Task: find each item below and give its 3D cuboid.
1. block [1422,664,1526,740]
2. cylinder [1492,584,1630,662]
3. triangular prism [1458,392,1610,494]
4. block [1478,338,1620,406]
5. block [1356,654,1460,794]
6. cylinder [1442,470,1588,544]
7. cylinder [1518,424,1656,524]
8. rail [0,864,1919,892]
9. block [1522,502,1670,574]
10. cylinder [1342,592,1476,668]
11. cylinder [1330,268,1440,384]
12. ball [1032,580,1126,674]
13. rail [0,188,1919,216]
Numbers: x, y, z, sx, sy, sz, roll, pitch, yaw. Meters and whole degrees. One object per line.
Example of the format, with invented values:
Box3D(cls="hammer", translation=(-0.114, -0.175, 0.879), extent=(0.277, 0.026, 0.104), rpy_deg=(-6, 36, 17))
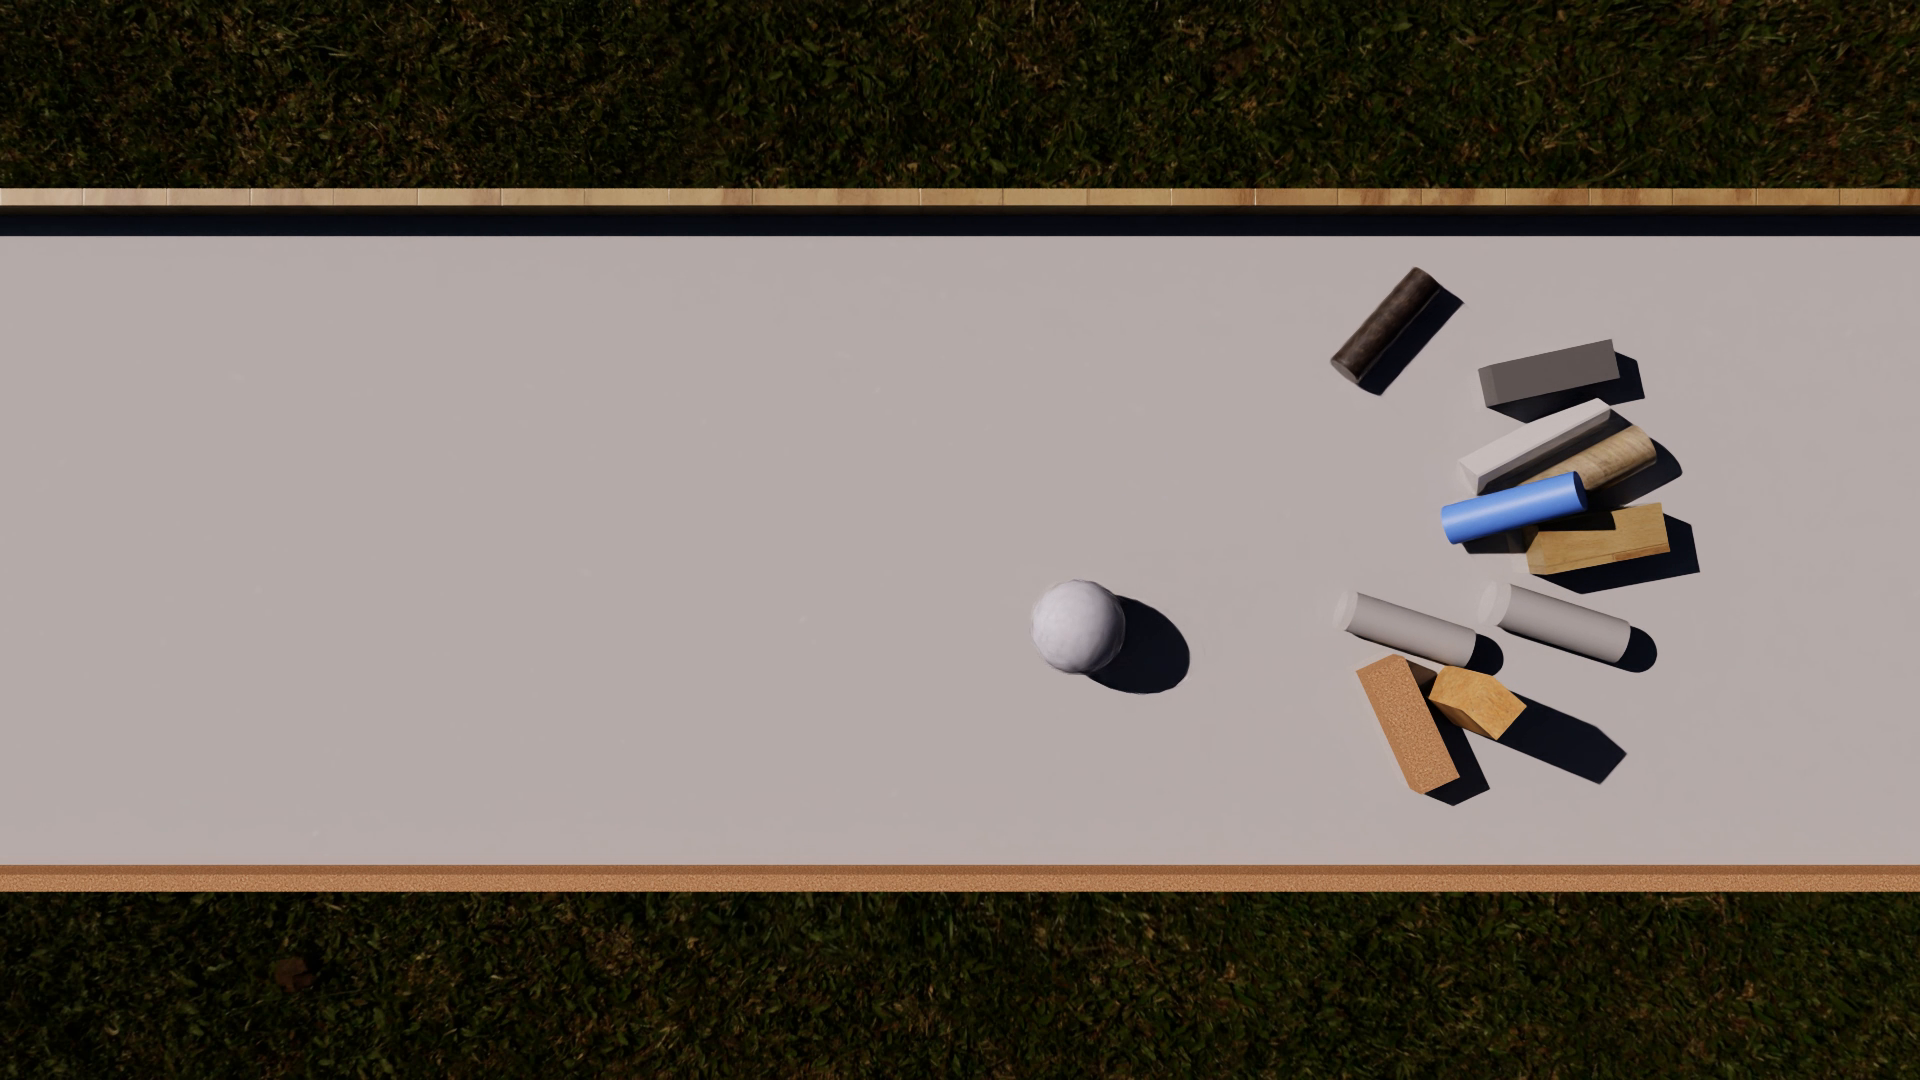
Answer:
Box3D(cls="block", translation=(1.504, 0.473, 4.858), extent=(0.128, 0.438, 0.128), rpy_deg=(41, 90, 0))
Box3D(cls="cylinder", translation=(1.823, 0.252, 5.009), extent=(0.375, 0.136, 0.136), rpy_deg=(18, 90, 0))
Box3D(cls="triangular prism", translation=(1.760, -0.296, 5.022), extent=(0.452, 0.103, 0.119), rpy_deg=(-28, 90, 0))
Box3D(cls="block", translation=(1.789, -0.507, 5.017), extent=(0.373, 0.120, 0.120), rpy_deg=(-12, 90, 0))
Box3D(cls="block", translation=(1.359, 0.557, 5.013), extent=(0.127, 0.127, 0.398), rpy_deg=(-25, 90, 0))
Box3D(cls="cylinder", translation=(1.650, -0.094, 4.919), extent=(0.398, 0.121, 0.121), rpy_deg=(-17, 90, 32))
Box3D(cls="cylinder", translation=(1.902, -0.200, 5.008), extent=(0.388, 0.136, 0.136), rpy_deg=(-27, 90, 0))
Box3D(cls="rail", translation=(-2.247, 1.025, 5.001), extent=(12.000, 0.150, 0.050), rpy_deg=(0, 90, 0))
Box3D(cls="block", translation=(1.924, -0.005, 5.002), extent=(0.374, 0.150, 0.150), rpy_deg=(-11, 90, 0))
Box3D(cls="cylinder", translation=(1.363, 0.274, 5.014), extent=(0.375, 0.125, 0.125), rpy_deg=(18, 90, 0))
Box3D(cls="cylinder", translation=(1.295, -0.653, 5.022), extent=(0.110, 0.110, 0.376), rpy_deg=(42, 90, 0))
Box3D(cls="ball", translation=(0.355, 0.260, 4.935), extent=(0.283, 0.283, 0.283), rpy_deg=(0, 90, 0))
Box3D(cls="rail", translation=(-2.247, -1.025, 5.002), extent=(12.000, 0.150, 0.050), rpy_deg=(0, 90, 0))
